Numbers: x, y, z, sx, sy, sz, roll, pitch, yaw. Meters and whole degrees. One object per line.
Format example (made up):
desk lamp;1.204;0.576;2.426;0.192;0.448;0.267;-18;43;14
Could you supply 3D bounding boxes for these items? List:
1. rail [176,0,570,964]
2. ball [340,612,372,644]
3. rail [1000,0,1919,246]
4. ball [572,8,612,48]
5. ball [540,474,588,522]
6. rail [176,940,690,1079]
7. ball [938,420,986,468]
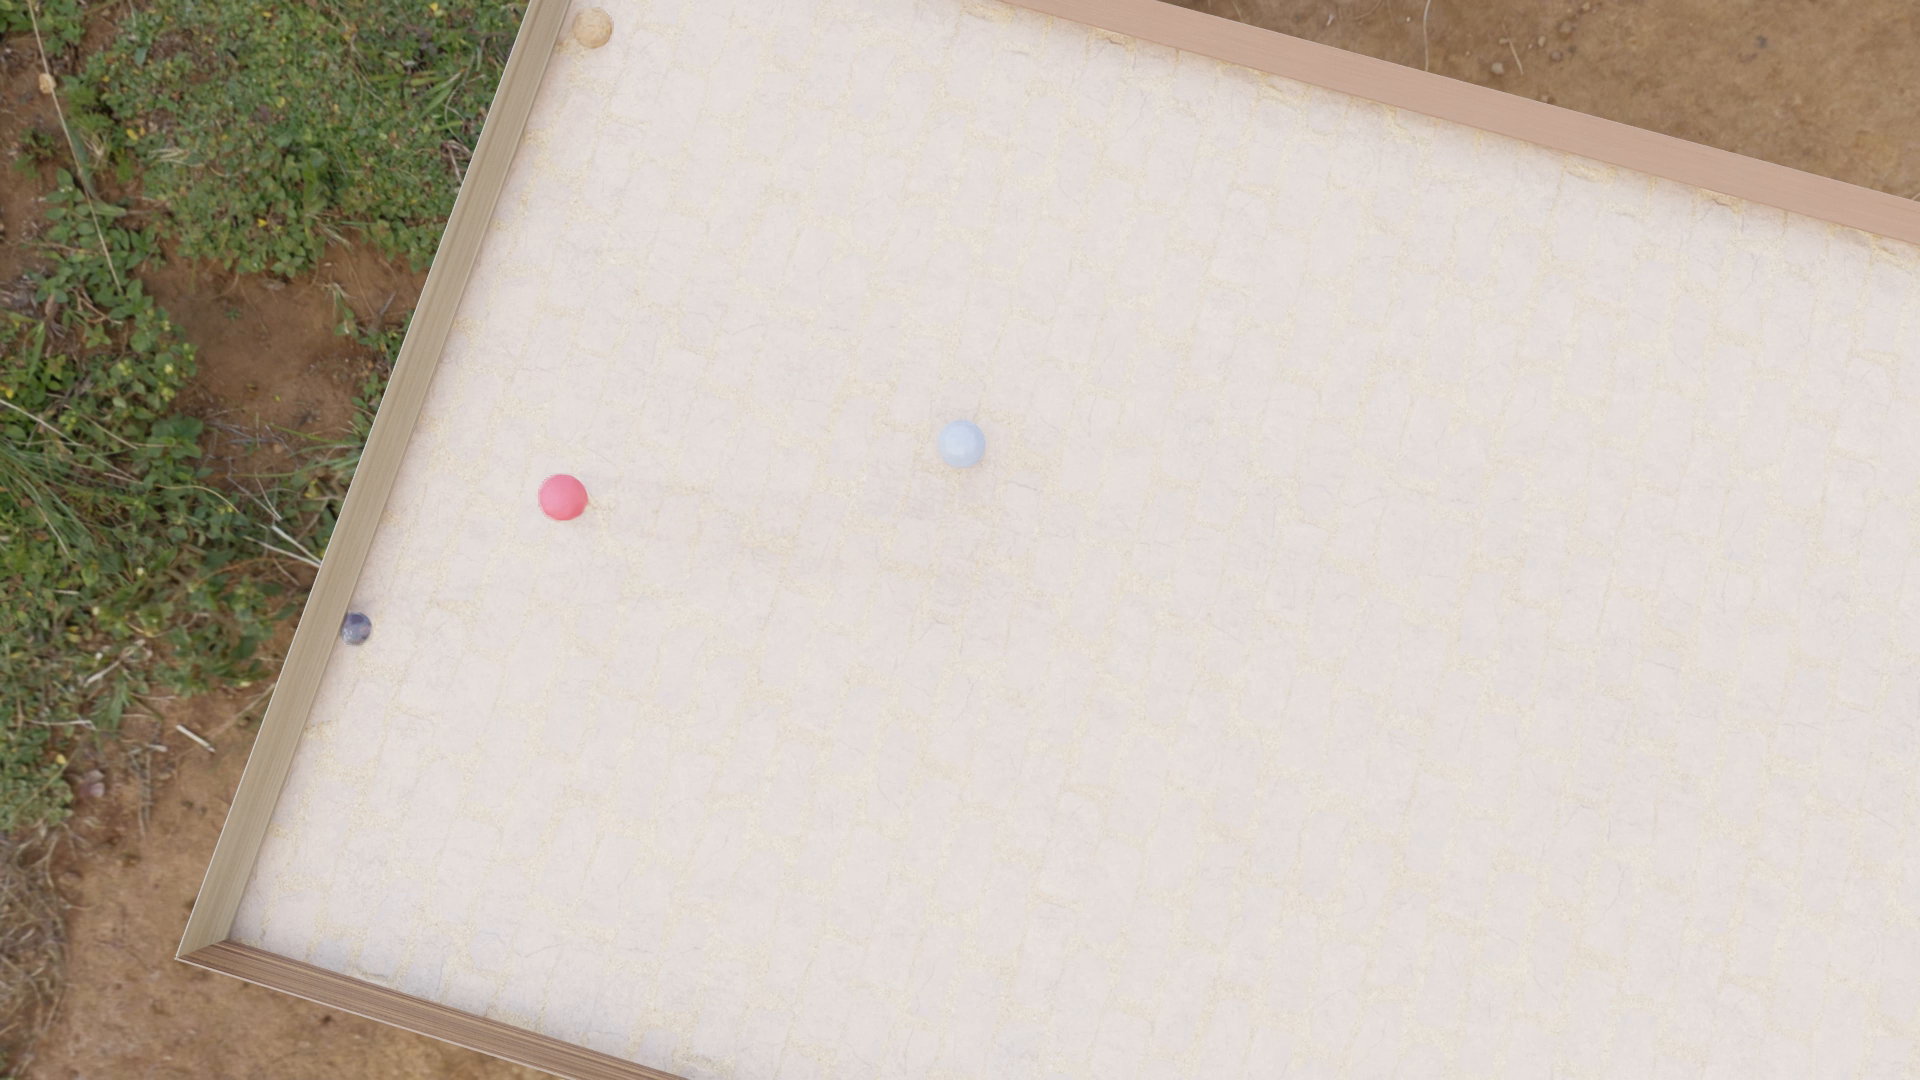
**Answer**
rail;-0.836;-0.241;3.375;0.045;0.098;1.831;16;77;4
ball;-0.910;0.133;3.309;0.049;0.049;0.049;0;76;0
rail;1.108;-0.592;3.462;3.576;0.098;0.045;16;77;4
ball;-0.592;-0.823;3.538;0.063;0.063;0.063;0;76;0
ball;-0.603;-0.064;3.346;0.072;0.072;0.072;0;76;0
rail;0.609;1.070;3.051;3.576;0.098;0.045;16;77;4
ball;0.003;-0.147;3.365;0.075;0.075;0.075;0;76;0
